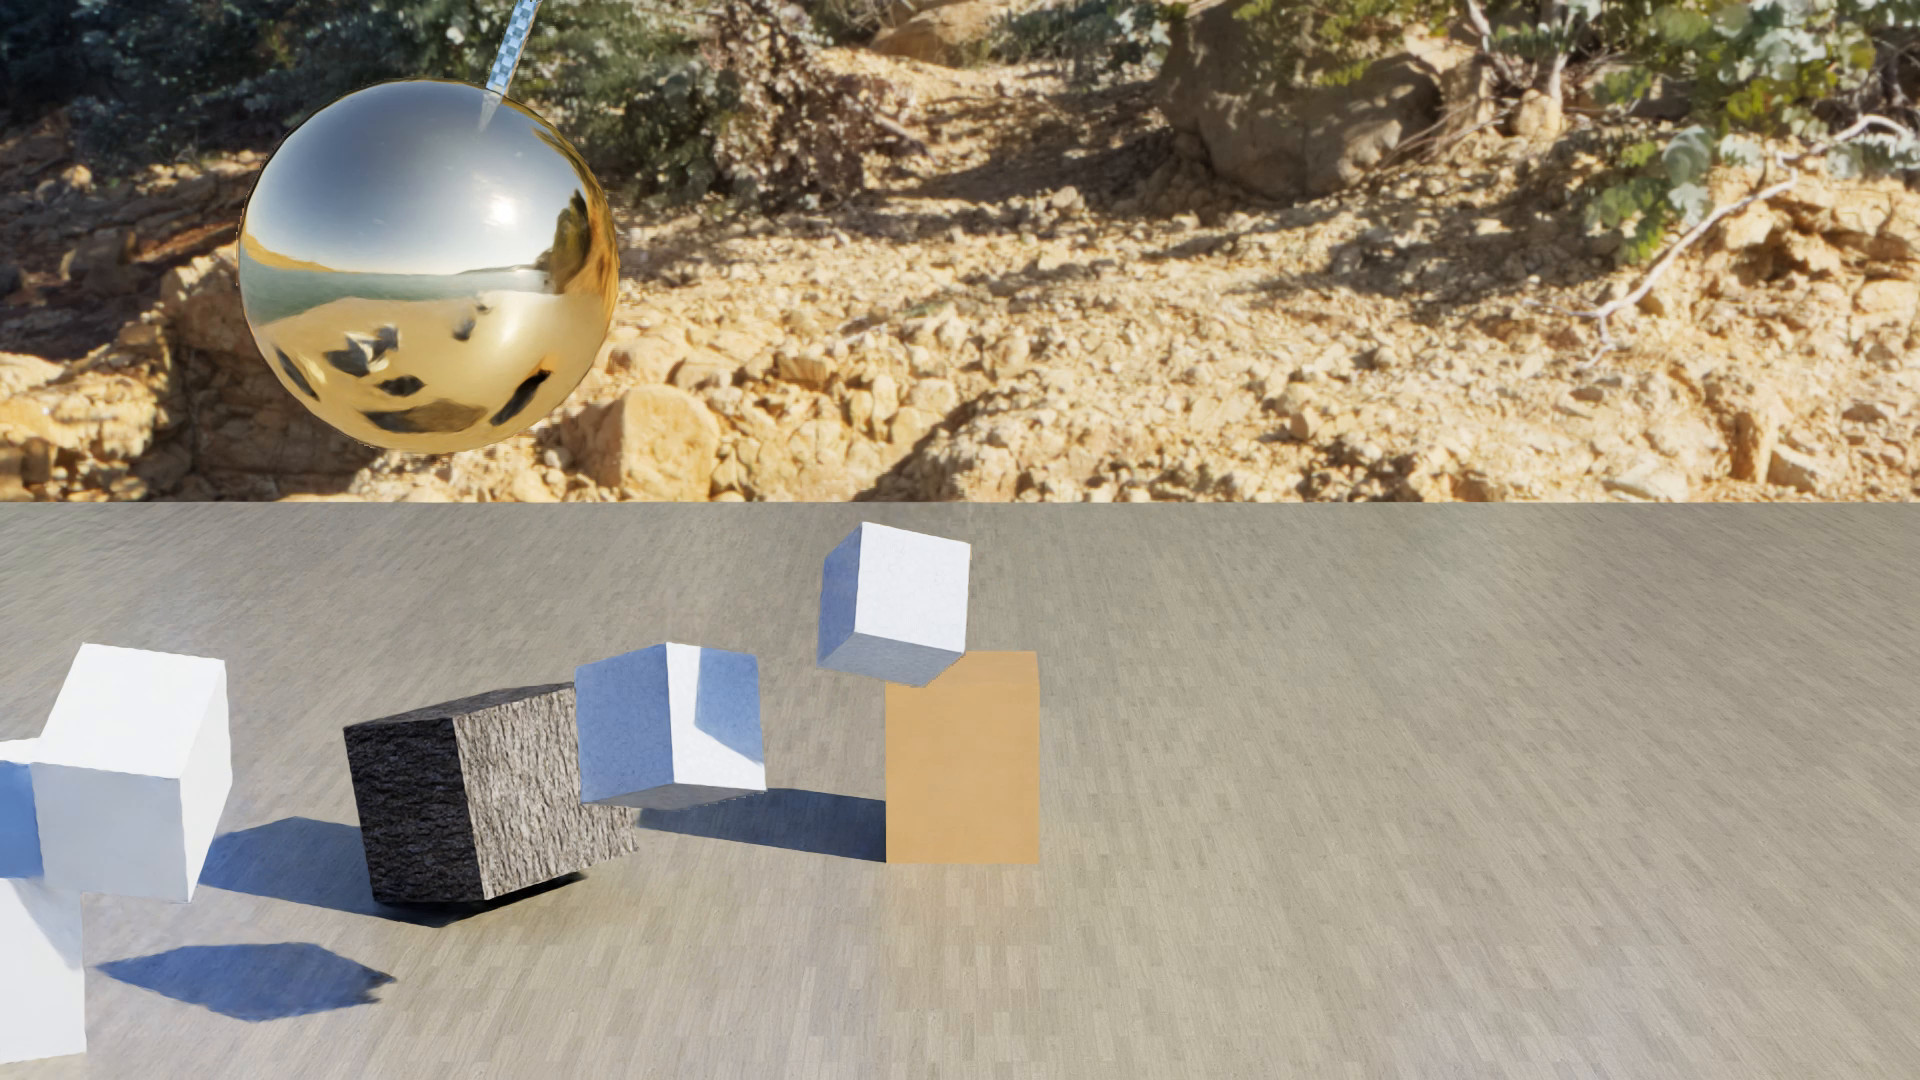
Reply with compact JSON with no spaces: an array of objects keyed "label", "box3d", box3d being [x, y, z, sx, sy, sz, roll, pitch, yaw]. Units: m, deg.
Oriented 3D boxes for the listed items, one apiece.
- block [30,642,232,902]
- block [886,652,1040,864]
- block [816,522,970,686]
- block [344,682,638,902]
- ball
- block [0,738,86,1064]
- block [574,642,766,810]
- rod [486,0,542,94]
[{"label":"block","box3d":[-2.838,0.800,8.832,0.488,0.603,0.584,7,39,-4]},{"label":"block","box3d":[0.013,0.990,11.814,0.685,0.826,0.675,0,10,0]},{"label":"block","box3d":[-0.229,0.222,8.713,0.389,0.394,0.386,12,-24,-20]},{"label":"block","box3d":[-2.023,1.080,11.097,0.731,0.766,0.878,-8,3,39]},{"label":"ball","box3d":[-2.260,-1.166,10.968,1.600,1.600,1.600,0,10,0]},{"label":"block","box3d":[-3.621,1.320,9.226,0.818,0.866,0.762,-4,35,-23]},{"label":"block","box3d":[-1.015,0.660,8.974,0.460,0.482,0.442,-16,-17,37]},{"label":"rod","box3d":[-0.979,-4.265,10.405,0.080,5.200,0.080,22,10,-4]}]
